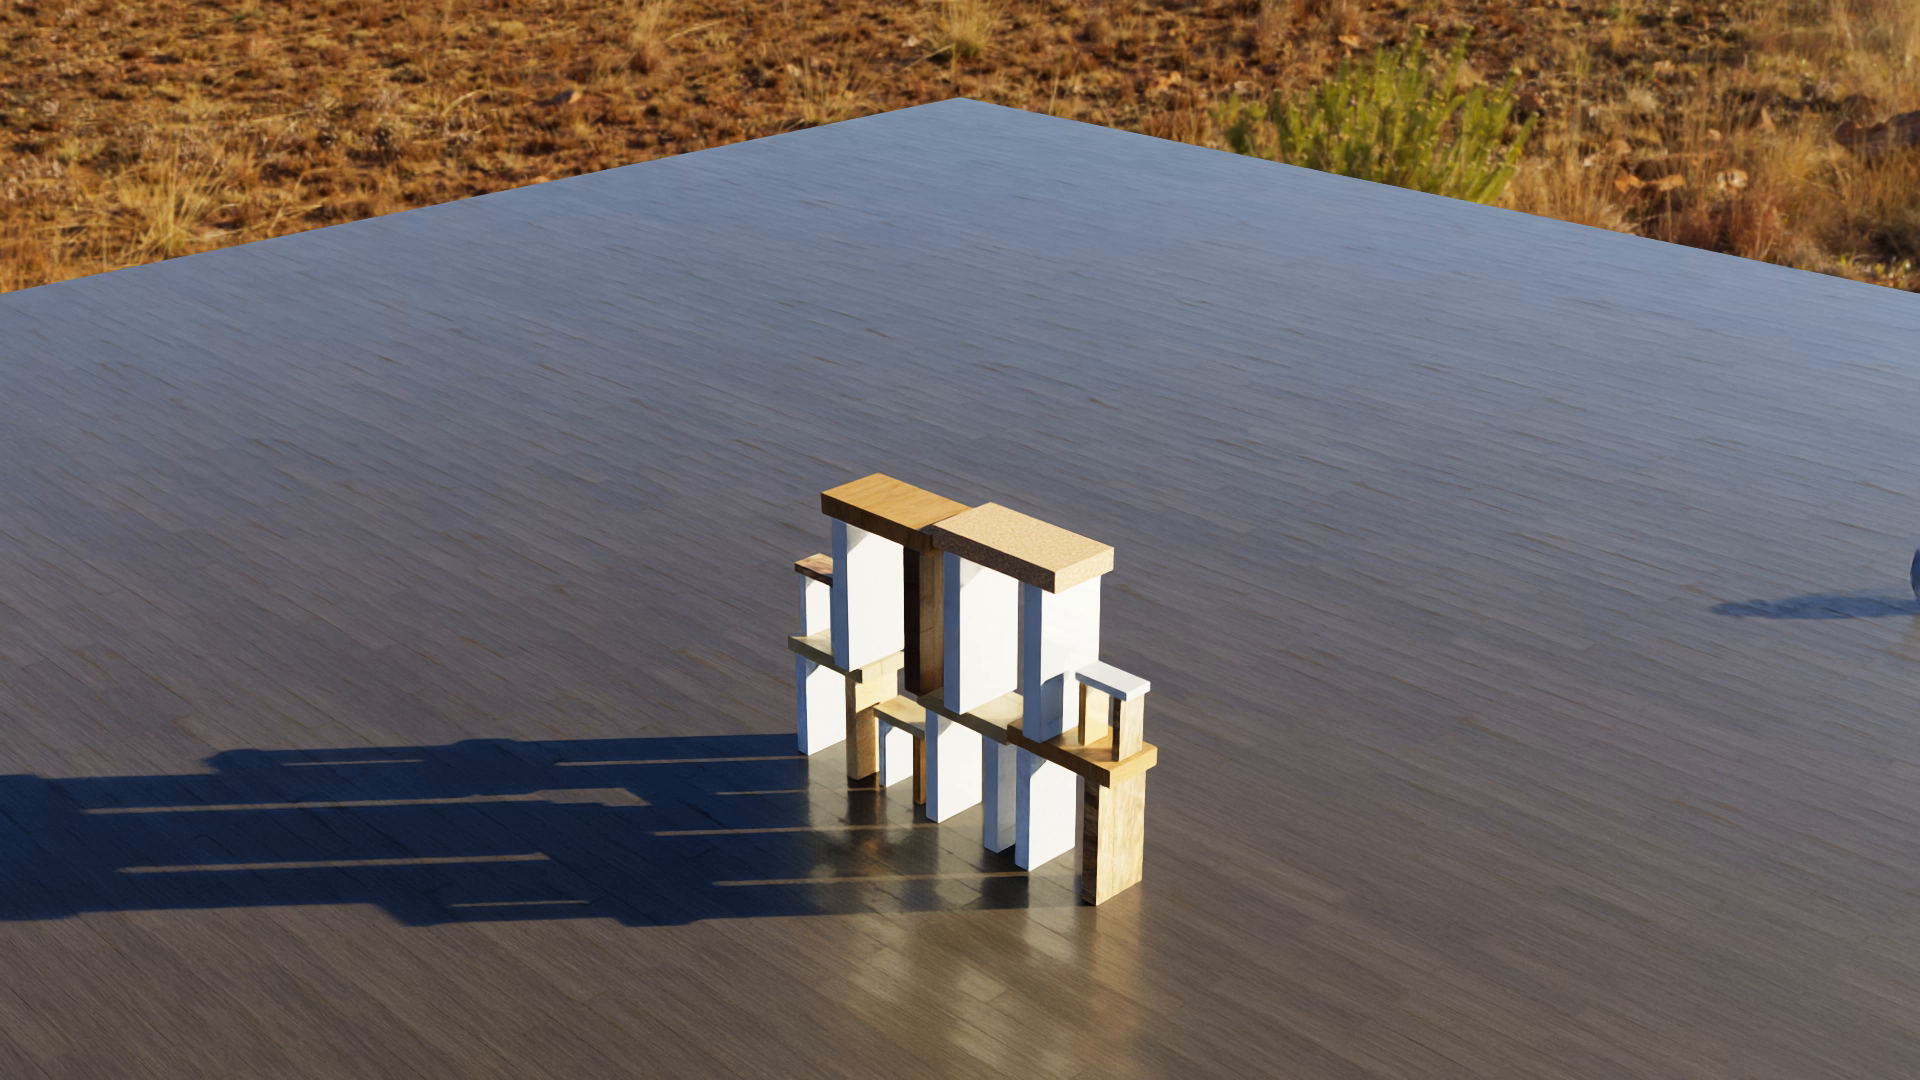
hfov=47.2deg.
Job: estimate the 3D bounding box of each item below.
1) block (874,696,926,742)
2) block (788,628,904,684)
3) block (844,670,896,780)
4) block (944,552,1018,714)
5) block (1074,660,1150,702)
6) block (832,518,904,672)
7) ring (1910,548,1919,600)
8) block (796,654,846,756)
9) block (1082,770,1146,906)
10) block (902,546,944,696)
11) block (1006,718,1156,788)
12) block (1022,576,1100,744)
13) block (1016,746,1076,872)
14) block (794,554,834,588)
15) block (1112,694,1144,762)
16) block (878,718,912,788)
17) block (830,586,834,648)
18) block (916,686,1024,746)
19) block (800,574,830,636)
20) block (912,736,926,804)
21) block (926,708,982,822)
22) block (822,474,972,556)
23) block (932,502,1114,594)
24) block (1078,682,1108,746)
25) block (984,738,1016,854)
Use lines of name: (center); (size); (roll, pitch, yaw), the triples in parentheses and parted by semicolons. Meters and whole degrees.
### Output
block: (-0.097, 0.363, 4.489); (0.152, 0.022, 0.076); (21, 31, 41)
block: (-0.239, 0.231, 4.582); (0.231, 0.033, 0.116); (21, 31, 41)
block: (-0.184, 0.374, 4.583); (0.033, 0.231, 0.116); (21, 31, 41)
block: (0.040, 0.157, 4.246); (0.157, 0.331, 0.045); (-21, 31, -40)
block: (0.279, 0.259, 4.040); (0.127, 0.018, 0.063); (21, 31, 40)
block: (-0.184, 0.089, 4.456); (0.044, 0.326, 0.154); (21, 31, 41)
ring: (2.387, 0.076, 5.348); (0.187, 0.187, 0.062); (-13, 13, -28)
block: (-0.293, 0.331, 4.683); (0.033, 0.231, 0.116); (21, 31, 41)
block: (0.289, 0.545, 4.141); (0.037, 0.261, 0.130); (21, 31, 41)
block: (-0.039, 0.138, 4.319); (0.154, 0.309, 0.044); (-21, 31, -41)
block: (0.228, 0.384, 4.140); (0.131, 0.037, 0.261); (-21, 31, -41)
block: (0.189, 0.207, 4.107); (0.157, 0.315, 0.045); (-21, 31, -40)
block: (0.166, 0.497, 4.255); (0.037, 0.261, 0.131); (21, 31, 41)
block: (-0.269, 0.066, 4.548); (0.140, 0.020, 0.070); (21, 31, 41)
block: (0.309, 0.337, 4.040); (0.063, 0.127, 0.018); (-21, 31, -40)
block: (-0.133, 0.429, 4.556); (0.022, 0.152, 0.076); (21, 31, 41)
block: (-0.237, 0.152, 4.548); (0.020, 0.139, 0.070); (21, 31, 41)
block: (0.045, 0.327, 4.315); (0.123, 0.035, 0.247); (-21, 31, -40)
block: (-0.302, 0.126, 4.609); (0.070, 0.139, 0.020); (-21, 31, -41)
block: (-0.061, 0.457, 4.490); (0.022, 0.152, 0.076); (21, 31, 41)
block: (-0.013, 0.434, 4.423); (0.123, 0.247, 0.035); (-21, 31, -41)
block: (-0.112, -0.052, 4.317); (0.309, 0.044, 0.154); (21, 31, 41)
block: (0.115, 0.013, 4.104); (0.315, 0.045, 0.157); (21, 31, 41)
block: (0.249, 0.314, 4.095); (0.063, 0.127, 0.018); (-21, 31, -40)
block: (0.104, 0.479, 4.317); (0.035, 0.247, 0.123); (21, 31, 41)
